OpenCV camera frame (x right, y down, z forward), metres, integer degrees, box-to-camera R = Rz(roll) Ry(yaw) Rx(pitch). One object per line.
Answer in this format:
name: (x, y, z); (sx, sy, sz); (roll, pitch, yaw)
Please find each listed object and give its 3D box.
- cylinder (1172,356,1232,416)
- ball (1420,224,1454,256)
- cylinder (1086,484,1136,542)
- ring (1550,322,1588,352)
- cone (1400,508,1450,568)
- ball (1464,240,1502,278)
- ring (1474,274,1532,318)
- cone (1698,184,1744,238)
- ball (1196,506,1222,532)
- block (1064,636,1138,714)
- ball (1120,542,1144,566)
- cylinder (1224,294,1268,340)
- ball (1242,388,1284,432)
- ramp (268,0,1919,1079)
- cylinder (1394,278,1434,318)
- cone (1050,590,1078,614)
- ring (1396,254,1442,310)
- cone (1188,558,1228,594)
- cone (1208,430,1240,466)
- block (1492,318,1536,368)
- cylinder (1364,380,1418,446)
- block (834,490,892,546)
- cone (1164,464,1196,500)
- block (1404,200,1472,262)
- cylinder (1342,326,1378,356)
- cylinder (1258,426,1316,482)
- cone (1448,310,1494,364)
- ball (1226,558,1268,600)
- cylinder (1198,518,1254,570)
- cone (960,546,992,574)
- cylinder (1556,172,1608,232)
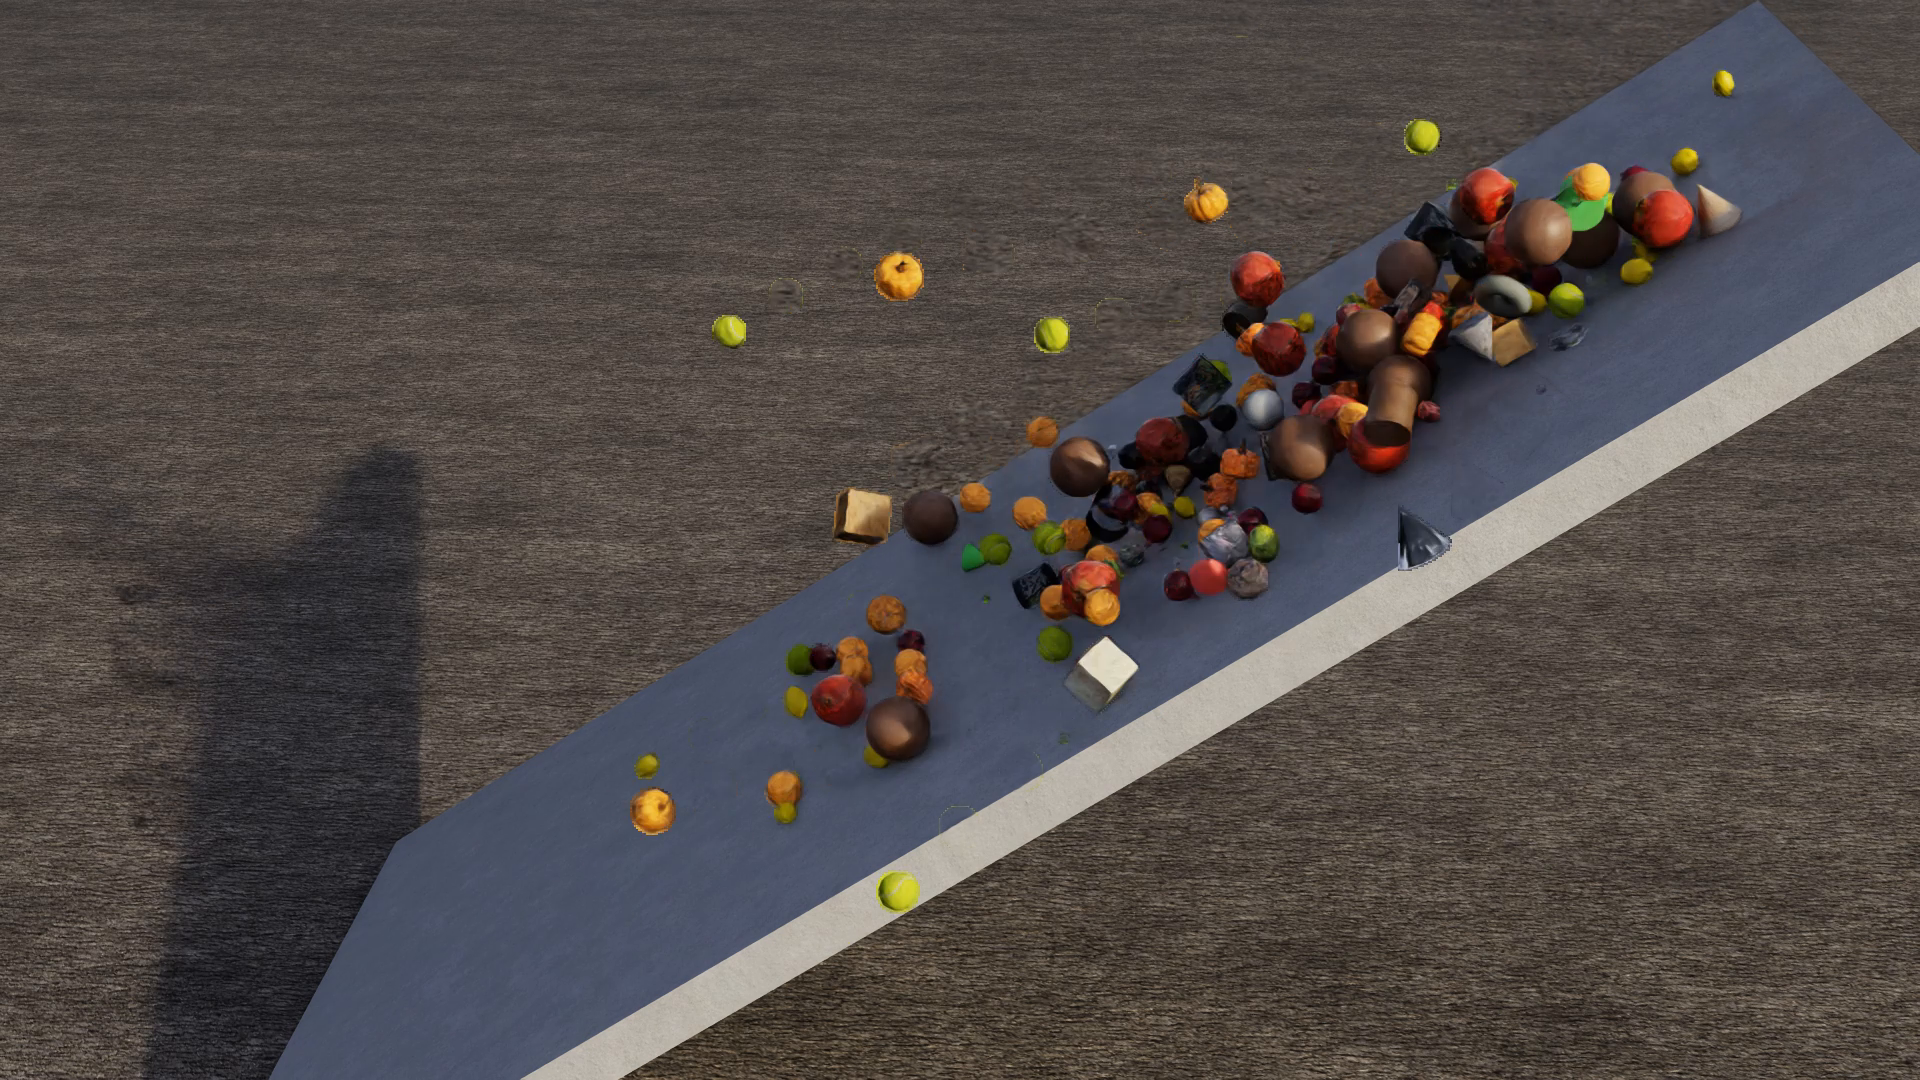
cylinder: (0.506, -0.321, 6.143); (0.091, 0.091, 0.091); (42, 3, -3)
ball: (1.013, -0.635, 6.239); (0.070, 0.070, 0.070); (0, 21, 0)
cylinder: (0.320, -0.056, 6.224); (0.092, 0.092, 0.092); (5, 27, 12)
ring: (1.151, -0.385, 5.562); (0.078, 0.026, 0.078); (-33, 14, 9)
cone: (0.782, -0.017, 5.083); (0.097, 0.097, 0.097); (-29, 10, 5)
ball: (1.073, -0.577, 6.038); (0.078, 0.078, 0.078); (0, 21, 0)
ring: (1.041, -0.467, 5.645); (0.115, 0.115, 0.038); (13, 64, 30)
cone: (1.429, -0.641, 5.604); (0.094, 0.094, 0.094); (-33, 15, 10)
ball: (0.498, -0.041, 5.878); (0.051, 0.051, 0.051); (0, 21, 0)
block: (0.259, 0.248, 5.395); (0.084, 0.084, 0.084); (42, 56, 8)
ball: (0.351, 0.029, 5.985); (0.050, 0.050, 0.050); (0, 21, 0)
cylinder: (0.669, -0.523, 6.903); (0.077, 0.077, 0.077); (13, 43, 31)
ball: (0.613, -0.263, 5.941); (0.085, 0.085, 0.085); (0, 21, 0)
ramp: (0.138, 0.172, 6.300); (4.000, 0.100, 2.000); (-32, 16, 14)
cylinder: (0.892, -0.475, 5.775); (0.056, 0.056, 0.056); (32, 20, -13)
cone: (0.224, 0.121, 6.025); (0.054, 0.054, 0.054); (17, 22, 38)
ring: (0.970, -0.544, 6.219); (0.047, 0.141, 0.141); (35, 29, 7)
cone: (0.470, 0.052, 5.531); (0.077, 0.077, 0.077); (-1, 63, 2)
cone: (0.551, -0.198, 6.149); (0.067, 0.067, 0.067); (0, -20, 0)
block: (1.054, -0.379, 5.636); (0.068, 0.068, 0.068); (-30, -3, 21)
cylinder: (0.796, -0.233, 5.437); (0.088, 0.088, 0.088); (6, 60, 15)
block: (-0.215, -0.050, 6.500); (0.096, 0.096, 0.096); (10, -11, -15)
cone: (0.459, -0.112, 6.214); (0.070, 0.070, 0.070); (4, 60, 11)
block: (1.028, -0.664, 6.325); (0.087, 0.087, 0.087); (44, 22, 27)
cylinder: (0.852, -0.425, 6.269); (0.054, 0.054, 0.054); (-20, 1, -42)
cylinder: (0.645, -0.171, 5.797); (0.094, 0.094, 0.094); (-12, 20, 5)
cone: (0.986, -0.370, 5.563); (0.092, 0.092, 0.092); (-31, 9, 5)
ball: (0.530, 0.071, 5.421); (0.077, 0.077, 0.077); (0, 21, 0)
cylinder: (0.511, 0.012, 5.640); (0.077, 0.077, 0.077); (-36, 27, -3)
cone: (0.048, 0.043, 6.635); (0.066, 0.066, 0.066); (-9, 11, 39)
cylinder: (1.197, -0.652, 5.662); (0.093, 0.093, 0.093); (6, 24, 15)
